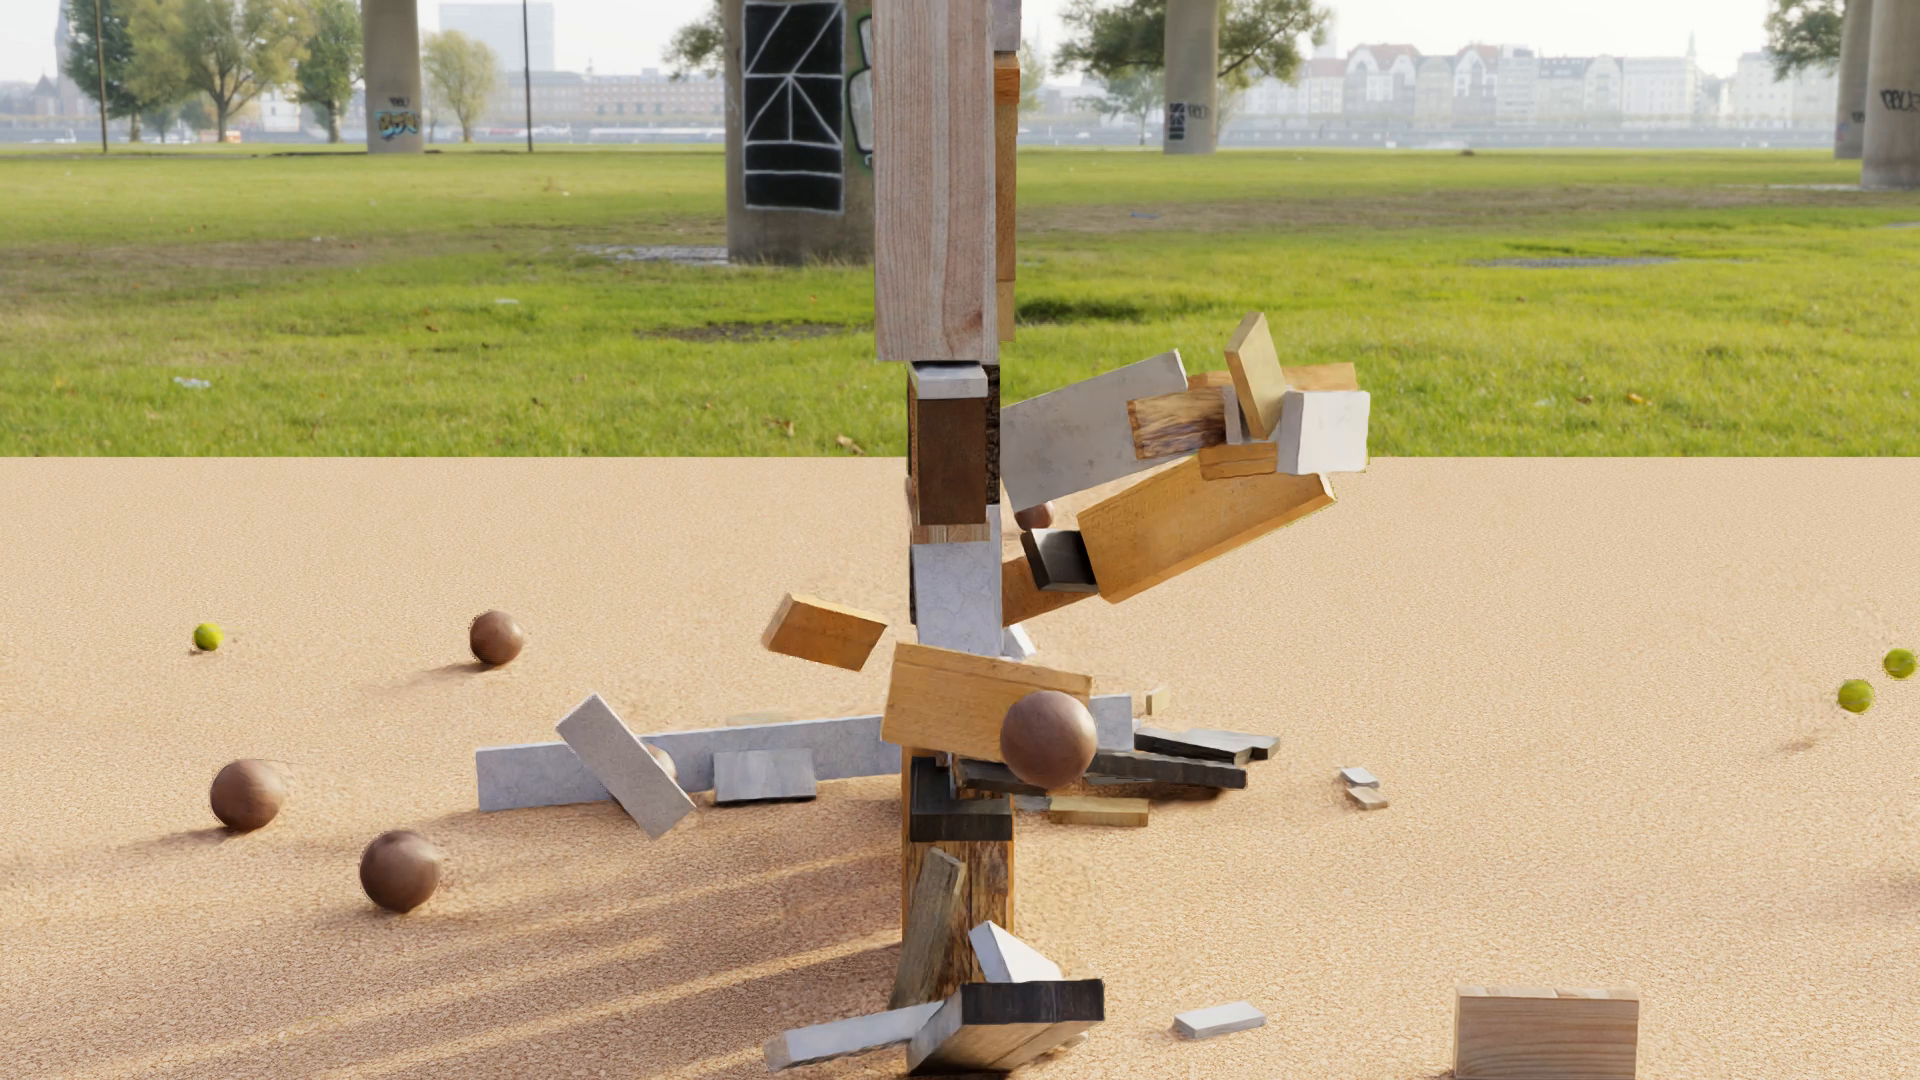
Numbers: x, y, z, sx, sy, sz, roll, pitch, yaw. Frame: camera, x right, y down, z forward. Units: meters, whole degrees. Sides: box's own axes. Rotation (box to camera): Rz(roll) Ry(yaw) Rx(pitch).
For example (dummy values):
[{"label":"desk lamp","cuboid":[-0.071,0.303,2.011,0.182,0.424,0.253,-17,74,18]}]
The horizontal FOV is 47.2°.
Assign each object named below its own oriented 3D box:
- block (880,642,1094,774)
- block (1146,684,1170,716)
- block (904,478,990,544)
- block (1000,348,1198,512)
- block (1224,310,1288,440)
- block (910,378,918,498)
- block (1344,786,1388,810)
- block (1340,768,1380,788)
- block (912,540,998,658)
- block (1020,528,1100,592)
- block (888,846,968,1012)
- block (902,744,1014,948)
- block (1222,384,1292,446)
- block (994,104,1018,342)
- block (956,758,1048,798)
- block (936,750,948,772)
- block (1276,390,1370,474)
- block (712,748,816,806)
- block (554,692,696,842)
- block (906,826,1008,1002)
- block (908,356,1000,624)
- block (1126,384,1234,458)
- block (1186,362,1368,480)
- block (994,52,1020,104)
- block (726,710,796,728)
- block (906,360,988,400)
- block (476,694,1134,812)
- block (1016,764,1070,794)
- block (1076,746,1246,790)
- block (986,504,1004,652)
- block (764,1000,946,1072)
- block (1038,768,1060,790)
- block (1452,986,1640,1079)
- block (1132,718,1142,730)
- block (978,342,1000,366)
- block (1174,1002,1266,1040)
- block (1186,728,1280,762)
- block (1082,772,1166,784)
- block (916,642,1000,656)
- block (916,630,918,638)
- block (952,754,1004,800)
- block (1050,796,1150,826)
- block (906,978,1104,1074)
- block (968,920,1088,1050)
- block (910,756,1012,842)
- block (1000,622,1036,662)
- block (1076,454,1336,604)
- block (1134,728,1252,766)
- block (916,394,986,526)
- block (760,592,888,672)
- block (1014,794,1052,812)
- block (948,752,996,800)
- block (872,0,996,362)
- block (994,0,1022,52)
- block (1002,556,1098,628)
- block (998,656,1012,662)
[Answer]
[{"label":"block","cuboid":[0.037,0.236,3.092,0.278,0.139,0.039,10,-1,-5]},{"label":"block","cuboid":[0.434,0.351,4.824,0.014,0.048,0.095,6,12,28]},{"label":"block","cuboid":[-0.022,-0.048,3.327,0.113,0.032,0.227,-2,19,-4]},{"label":"block","cuboid":[0.228,-0.184,3.711,0.347,0.174,0.049,-18,5,14]},{"label":"block","cuboid":[0.470,-0.259,3.471,0.027,0.187,0.094,10,50,35]},{"label":"block","cuboid":[-0.024,-0.161,3.306,0.098,0.195,0.028,-2,20,-3]},{"label":"block","cuboid":[0.771,0.490,4.172,0.048,0.014,0.095,-2,11,-13]},{"label":"block","cuboid":[0.781,0.466,4.300,0.048,0.014,0.095,-2,11,-10]},{"label":"block","cuboid":[-0.005,0.141,3.237,0.113,0.288,0.032,-3,-10,-6]},{"label":"block","cuboid":[0.205,0.038,3.981,0.031,0.108,0.217,-34,-24,36]},{"label":"block","cuboid":[-0.048,0.561,3.076,0.058,0.267,0.017,25,20,32]},{"label":"block","cuboid":[-0.003,0.464,3.399,0.173,0.346,0.049,0,10,0]},{"label":"block","cuboid":[0.488,-0.205,3.571,0.027,0.094,0.187,-4,2,37]},{"label":"block","cuboid":[-0.008,-0.480,3.295,0.180,0.359,0.051,0,16,-2]},{"label":"block","cuboid":[0.058,0.332,3.067,0.117,0.017,0.058,9,19,-19]},{"label":"block","cuboid":[-0.002,0.262,3.286,0.057,0.016,0.187,1,53,4]},{"label":"block","cuboid":[0.596,-0.178,3.593,0.037,0.130,0.261,8,8,33]},{"label":"block","cuboid":[-0.372,0.448,4.178,0.188,0.094,0.027,-2,-23,-13]},{"label":"block","cuboid":[-0.597,0.404,3.922,0.094,0.272,0.027,-40,10,-2]},{"label":"block","cuboid":[-0.003,0.549,3.119,0.141,0.282,0.040,1,10,3]},{"label":"block","cuboid":[-0.010,-0.079,3.484,0.144,0.439,0.041,-1,20,-1]},{"label":"block","cuboid":[0.364,-0.192,3.536,0.187,0.094,0.027,-10,-1,-24]},{"label":"block","cuboid":[0.539,-0.202,3.708,0.347,0.174,0.049,-7,-3,-37]},{"label":"block","cuboid":[-0.009,-0.731,3.350,0.180,0.051,0.359,0,24,-2]},{"label":"block","cuboid":[-0.393,0.402,4.593,0.114,0.032,0.228,-6,12,-28]},{"label":"block","cuboid":[-0.021,-0.246,3.208,0.098,0.028,0.195,-3,19,-6]},{"label":"block","cuboid":[-0.281,0.406,4.247,1.275,0.114,0.032,-4,5,-12]},{"label":"block","cuboid":[0.015,0.438,4.447,0.049,0.014,0.558,-9,14,-39]},{"label":"block","cuboid":[0.217,0.415,4.192,0.643,0.037,0.131,7,0,-8]},{"label":"block","cuboid":[0.008,0.060,3.414,0.113,0.227,0.032,-1,6,4]},{"label":"block","cuboid":[-0.108,0.652,2.913,0.278,0.039,0.139,-7,-16,-20]},{"label":"block","cuboid":[0.167,0.462,4.244,0.050,0.014,0.099,1,11,6]},{"label":"block","cuboid":[0.785,0.664,2.950,0.236,0.118,0.033,1,10,3]},{"label":"block","cuboid":[0.233,0.404,4.600,0.307,0.026,0.090,-8,13,-35]},{"label":"block","cuboid":[-0.015,-0.344,3.488,0.144,0.041,0.287,-1,24,-1]},{"label":"block","cuboid":[0.369,0.683,3.124,0.117,0.017,0.058,-5,12,-25]},{"label":"block","cuboid":[0.552,0.419,4.516,0.188,0.027,0.094,4,11,22]},{"label":"block","cuboid":[0.336,0.453,4.336,0.180,0.025,0.090,-2,11,-9]},{"label":"block","cuboid":[-0.004,0.218,3.929,0.148,0.042,0.297,0,11,0]},{"label":"block","cuboid":[-0.012,0.058,3.835,0.127,0.310,0.036,0,-7,-2]},{"label":"block","cuboid":[0.025,0.330,3.126,0.066,0.019,0.131,-1,20,-3]},{"label":"block","cuboid":[0.259,0.502,4.074,0.180,0.025,0.090,1,11,6]},{"label":"block","cuboid":[0.034,0.574,2.555,0.139,0.039,0.883,-1,-17,-5]},{"label":"block","cuboid":[0.093,0.605,2.979,0.033,0.118,0.236,-32,-35,10]},{"label":"block","cuboid":[-0.001,0.372,3.185,0.141,0.040,0.282,0,11,-1]},{"label":"block","cuboid":[0.030,0.245,4.589,0.261,0.130,0.037,-39,-14,34]},{"label":"block","cuboid":[0.430,-0.057,3.903,0.446,0.174,0.049,-26,-27,21]},{"label":"block","cuboid":[0.460,0.417,4.422,0.228,0.032,0.114,9,4,24]},{"label":"block","cuboid":[-0.013,-0.119,3.182,0.098,0.195,0.028,-2,20,-3]},{"label":"block","cuboid":[-0.247,0.168,4.004,0.218,0.109,0.031,17,22,-40]},{"label":"block","cuboid":[0.126,0.491,4.161,0.056,0.016,0.112,-8,13,-37]},{"label":"block","cuboid":[0.017,0.336,3.164,0.066,0.019,0.131,0,20,-1]},{"label":"block","cuboid":[-0.038,-0.636,3.152,0.173,0.754,0.049,-1,6,-2]},{"label":"block","cuboid":[0.004,-0.896,3.227,0.173,0.346,0.049,0,17,0]},{"label":"block","cuboid":[0.133,0.083,4.056,0.217,0.108,0.031,-20,-19,3]},{"label":"block","cuboid":[-0.002,0.248,3.478,0.173,0.049,0.347,0,11,0]}]
